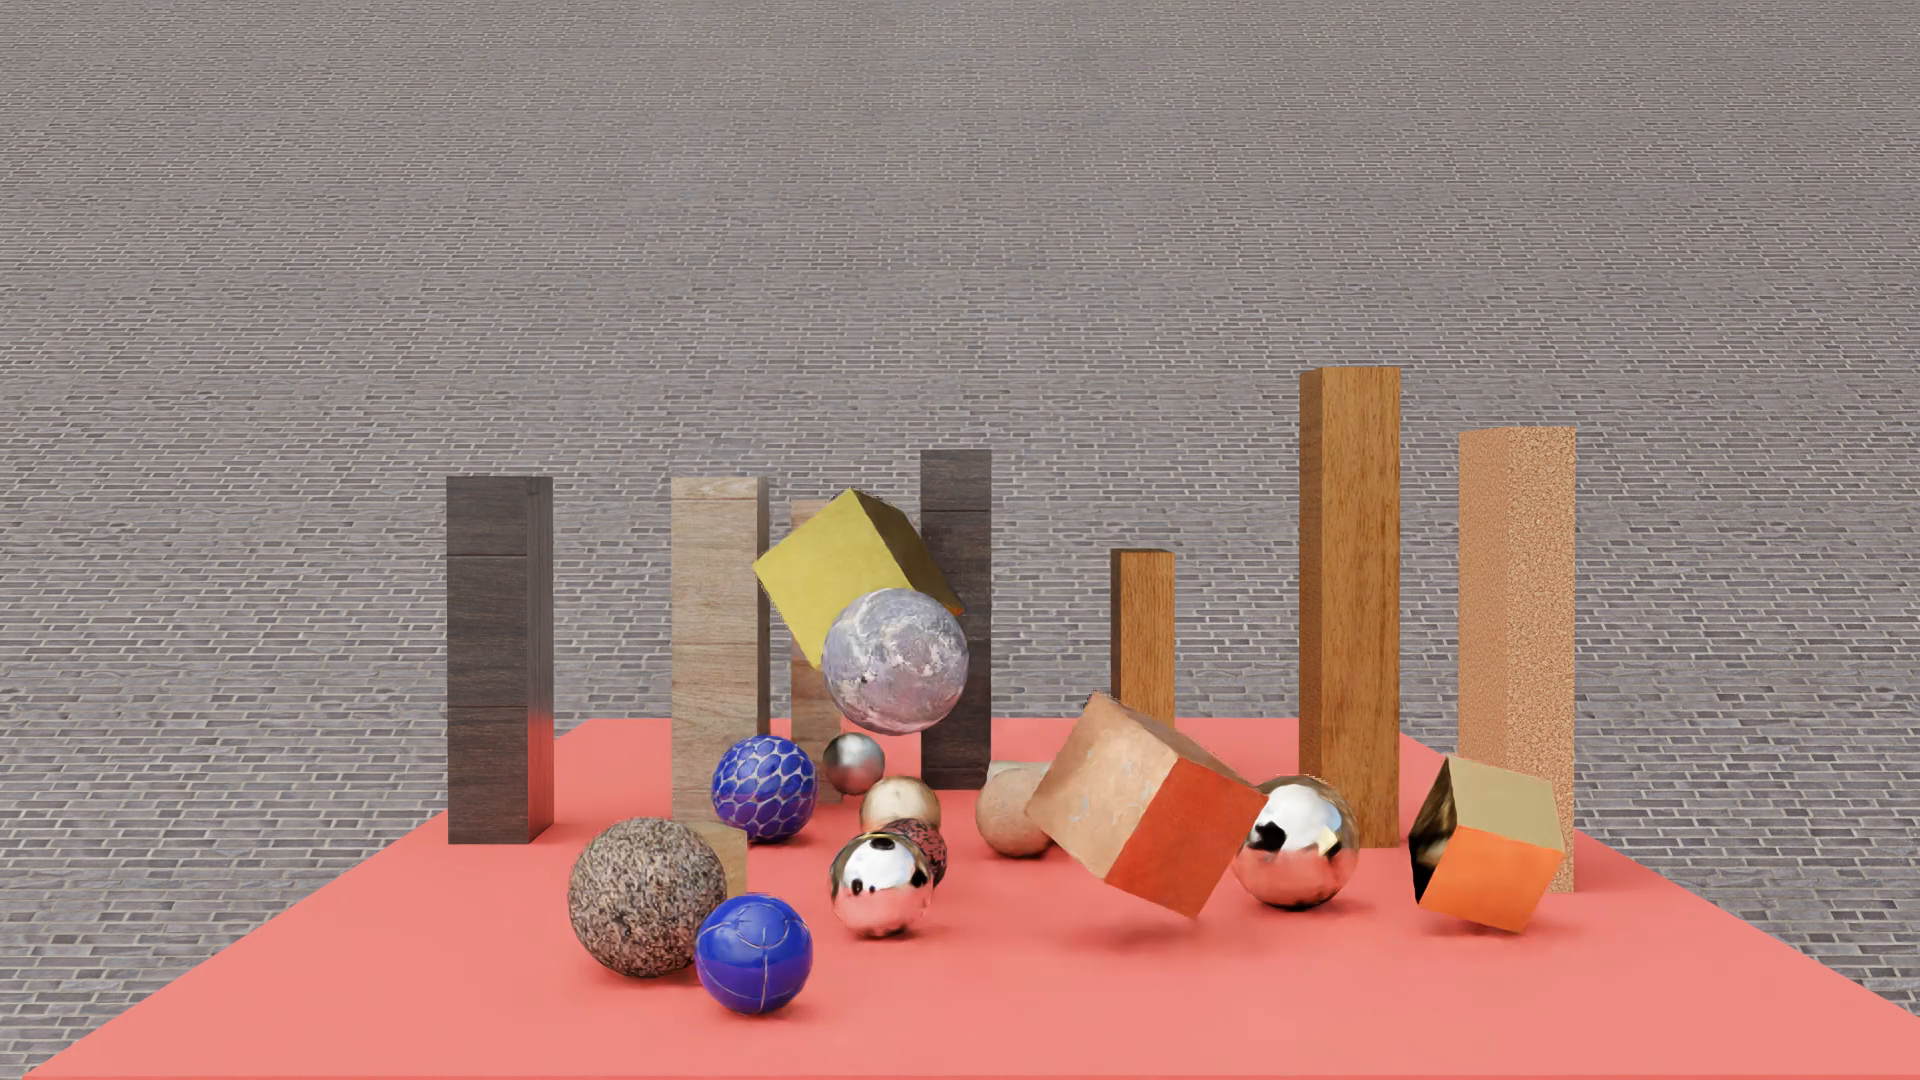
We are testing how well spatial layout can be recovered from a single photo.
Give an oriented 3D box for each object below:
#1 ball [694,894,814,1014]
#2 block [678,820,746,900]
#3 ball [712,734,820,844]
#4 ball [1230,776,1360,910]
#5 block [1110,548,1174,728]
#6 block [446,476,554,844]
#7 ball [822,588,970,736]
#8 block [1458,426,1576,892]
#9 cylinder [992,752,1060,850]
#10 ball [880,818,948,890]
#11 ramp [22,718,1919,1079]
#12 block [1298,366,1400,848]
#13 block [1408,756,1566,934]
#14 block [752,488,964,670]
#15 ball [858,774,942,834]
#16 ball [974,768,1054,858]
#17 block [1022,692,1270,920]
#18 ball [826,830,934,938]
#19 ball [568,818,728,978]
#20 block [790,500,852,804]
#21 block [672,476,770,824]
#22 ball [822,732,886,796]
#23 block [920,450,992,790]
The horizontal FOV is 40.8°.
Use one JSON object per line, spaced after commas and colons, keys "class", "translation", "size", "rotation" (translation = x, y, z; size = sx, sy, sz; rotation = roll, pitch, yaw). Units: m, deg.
{"class": "ball", "translation": [-0.230, 0.463, 2.884], "size": [0.134, 0.134, 0.134], "rotation": [0, 27, 0]}
{"class": "block", "translation": [-0.374, 0.452, 3.462], "size": [0.131, 0.131, 0.131], "rotation": [-1, 1, -31]}
{"class": "ball", "translation": [-0.322, 0.412, 4.271], "size": [0.179, 0.179, 0.179], "rotation": [0, 27, 0]}
{"class": "ball", "translation": [0.464, 0.422, 3.599], "size": [0.186, 0.186, 0.186], "rotation": [0, 27, 0]}
{"class": "block", "translation": [0.370, 0.251, 5.255], "size": [0.105, 0.460, 0.348], "rotation": [0, 1, 0]}
{"class": "block", "translation": [-0.778, 0.196, 4.385], "size": [0.132, 0.607, 0.275], "rotation": [0, 1, 0]}
{"class": "ball", "translation": [-0.085, 0.160, 3.396], "size": [0.195, 0.195, 0.195], "rotation": [0, 27, 0]}
{"class": "block", "translation": [0.840, 0.170, 3.915], "size": [0.097, 0.675, 0.365], "rotation": [0, 1, 0]}
{"class": "cylinder", "translation": [0.118, 0.432, 4.245], "size": [0.135, 0.135, 0.135], "rotation": [17, 30, 11]}
{"class": "ball", "translation": [-0.074, 0.455, 3.695], "size": [0.115, 0.115, 0.115], "rotation": [0, 27, 0]}
{"class": "ramp", "translation": [0.060, 0.545, 4.581], "size": [2.000, 0.100, 4.000], "rotation": [0, 1, 0]}
{"class": "block", "translation": [0.650, 0.108, 4.327], "size": [0.127, 0.783, 0.278], "rotation": [0, 1, 0]}
{"class": "block", "translation": [0.692, 0.401, 3.408], "size": [0.146, 0.146, 0.146], "rotation": [15, 33, -5]}
{"class": "block", "translation": [-0.152, 0.072, 3.881], "size": [0.192, 0.192, 0.192], "rotation": [58, 13, 21]}
{"class": "ball", "translation": [-0.095, 0.439, 4.099], "size": [0.131, 0.131, 0.131], "rotation": [0, 27, 0]}
{"class": "ball", "translation": [0.094, 0.434, 4.101], "size": [0.142, 0.142, 0.142], "rotation": [0, 27, 0]}
{"class": "block", "translation": [0.239, 0.343, 3.334], "size": [0.185, 0.185, 0.185], "rotation": [27, 6, -40]}
{"class": "ball", "translation": [-0.105, 0.450, 3.375], "size": [0.139, 0.139, 0.139], "rotation": [0, 27, 0]}
{"class": "ball", "translation": [-0.375, 0.429, 3.100], "size": [0.191, 0.191, 0.191], "rotation": [0, 27, 0]}
{"class": "block", "translation": [-0.267, 0.204, 5.015], "size": [0.093, 0.565, 0.444], "rotation": [0, 1, 0]}
{"class": "block", "translation": [-0.423, 0.191, 4.598], "size": [0.148, 0.607, 0.300], "rotation": [0, 1, 0]}
{"class": "ball", "translation": [-0.195, 0.411, 4.744], "size": [0.117, 0.117, 0.117], "rotation": [0, 27, 0]}
{"class": "block", "translation": [-0.008, 0.151, 5.200], "size": [0.138, 0.662, 0.364], "rotation": [0, 1, 0]}
